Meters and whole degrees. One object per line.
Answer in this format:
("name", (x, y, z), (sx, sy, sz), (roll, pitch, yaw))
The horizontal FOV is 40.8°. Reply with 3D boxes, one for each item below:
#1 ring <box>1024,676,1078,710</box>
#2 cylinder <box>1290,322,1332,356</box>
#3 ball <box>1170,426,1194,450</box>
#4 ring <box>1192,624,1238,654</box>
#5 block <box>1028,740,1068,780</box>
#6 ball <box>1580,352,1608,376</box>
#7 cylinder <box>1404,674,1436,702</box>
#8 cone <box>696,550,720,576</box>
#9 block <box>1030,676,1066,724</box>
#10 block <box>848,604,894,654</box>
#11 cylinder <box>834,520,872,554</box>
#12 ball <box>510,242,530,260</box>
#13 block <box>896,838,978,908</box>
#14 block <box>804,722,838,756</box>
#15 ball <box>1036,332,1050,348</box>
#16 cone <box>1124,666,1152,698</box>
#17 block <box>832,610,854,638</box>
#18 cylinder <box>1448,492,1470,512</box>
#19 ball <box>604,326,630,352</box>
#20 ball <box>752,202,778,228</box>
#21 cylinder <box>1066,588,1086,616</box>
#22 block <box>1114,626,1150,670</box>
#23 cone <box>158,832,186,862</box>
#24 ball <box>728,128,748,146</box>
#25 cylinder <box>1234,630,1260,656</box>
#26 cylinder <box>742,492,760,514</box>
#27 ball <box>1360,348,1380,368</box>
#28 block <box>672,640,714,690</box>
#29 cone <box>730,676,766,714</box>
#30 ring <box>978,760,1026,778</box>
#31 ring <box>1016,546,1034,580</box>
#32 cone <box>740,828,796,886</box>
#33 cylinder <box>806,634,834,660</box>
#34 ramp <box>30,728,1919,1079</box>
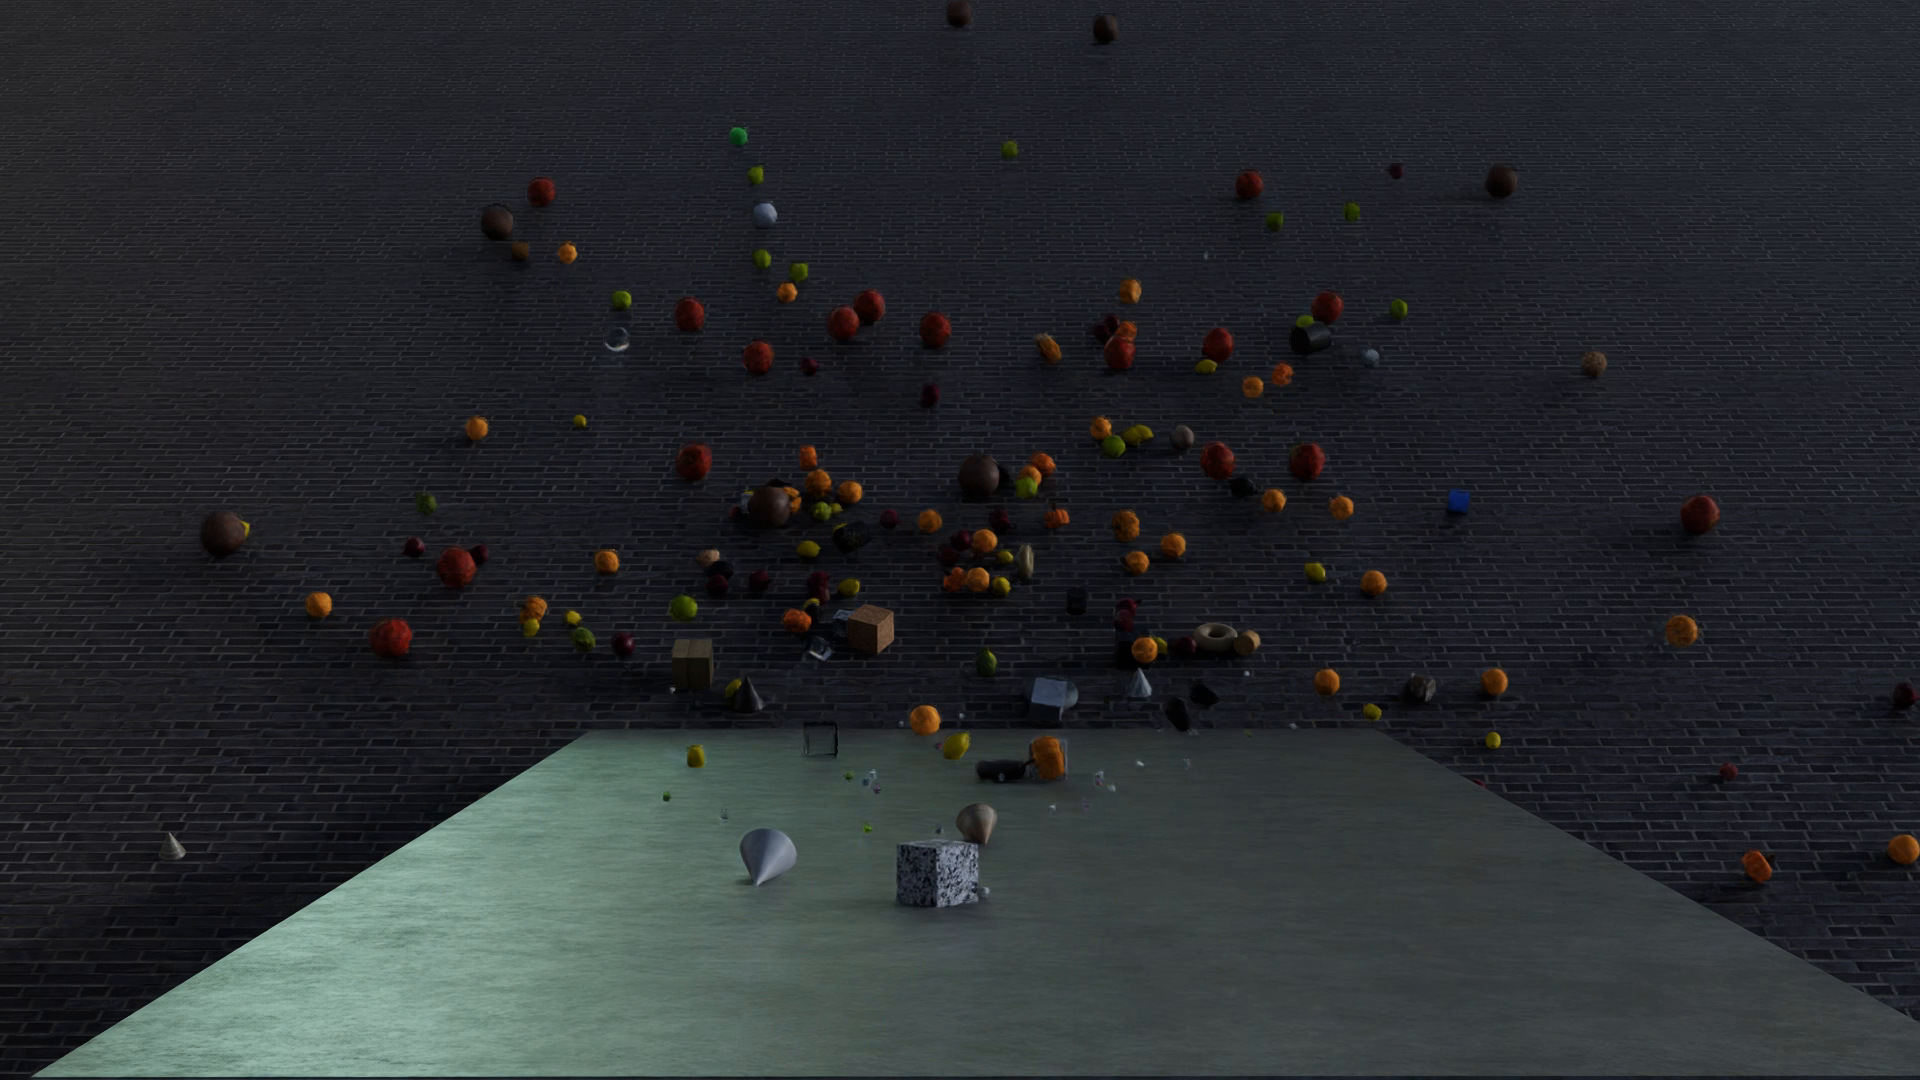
("ring", (0.242, 0.411, 6.877), (0.149, 0.050, 0.149), (-1, 27, 1))
("cylinder", (1.214, -0.697, 8.935), (0.099, 0.099, 0.099), (-18, 33, -31))
("ball", (0.710, -0.325, 8.248), (0.081, 0.081, 0.081), (0, 28, 0))
("ring", (0.706, 0.271, 7.150), (0.130, 0.043, 0.130), (0, 26, 0))
("block", (0.186, 0.462, 5.427), (0.077, 0.077, 0.077), (0, 1, 6))
("ball", (2.151, -0.598, 8.761), (0.087, 0.087, 0.087), (0, 28, 0))
("cylinder", (1.227, 0.394, 6.895), (0.062, 0.062, 0.062), (17, 32, 29))
("cone", (-0.725, 0.078, 7.528), (0.074, 0.074, 0.074), (-11, 56, -19))
("block", (0.231, 0.420, 6.766), (0.080, 0.080, 0.080), (10, 54, 8))
("block", (-0.246, 0.246, 7.145), (0.092, 0.092, 0.092), (14, 31, 24))
("cylinder", (-0.319, -0.010, 7.648), (0.078, 0.078, 0.078), (24, 36, 38))
("ball", (-1.653, -1.086, 9.709), (0.071, 0.071, 0.071), (0, 28, 0))
("block", (-0.033, 0.482, 3.744), (0.083, 0.083, 0.083), (-1, 1, -45))
("block", (-0.320, 0.457, 5.935), (0.072, 0.072, 0.072), (0, 1, -10))
("ball", (0.287, -0.696, 8.986), (0.051, 0.051, 0.051), (0, 28, 0))
("cone", (0.480, 0.371, 6.926), (0.075, 0.075, 0.075), (0, 28, 0))
("block", (-0.321, 0.233, 7.211), (0.054, 0.054, 0.054), (9, 29, 16))
("cylinder", (1.519, -0.115, 7.868), (0.060, 0.060, 0.060), (6, 28, 12))
("ball", (-1.186, -0.693, 8.943), (0.088, 0.088, 0.088), (0, 28, 0))
("ball", (-0.758, -1.259, 10.012), (0.096, 0.096, 0.096), (0, 28, 0))
("cylinder", (0.330, 0.174, 7.320), (0.057, 0.057, 0.057), (0, 28, 0))
("block", (0.471, 0.294, 7.059), (0.086, 0.086, 0.086), (-1, 28, -2))
("cone", (-1.910, 0.732, 6.248), (0.065, 0.065, 0.065), (0, 28, 0))
("ball", (-0.934, -1.696, 10.865), (0.078, 0.078, 0.078), (0, 28, 0))
("cylinder", (0.789, 0.282, 7.100), (0.058, 0.058, 0.058), (11, 15, 20))
("cylinder", (-0.635, -0.112, 7.821), (0.054, 0.054, 0.054), (0, 10, 0))
("ball", (1.401, -0.624, 8.834), (0.065, 0.065, 0.065), (0, 28, 0))
("block", (-0.720, 0.335, 6.968), (0.099, 0.099, 0.099), (0, 28, 0))
("cone", (-0.565, 0.397, 6.856), (0.093, 0.093, 0.093), (0, 28, 0))
("ring", (0.087, 0.483, 5.449), (0.104, 0.035, 0.104), (1, -1, 0))
("ring", (0.190, 0.066, 7.473), (0.035, 0.105, 0.105), (15, 30, 8))
("cone", (-0.302, 0.501, 3.938), (0.089, 0.089, 0.089), (4, 28, 7))
("cylinder", (-0.381, 0.291, 6.980), (0.054, 0.054, 0.054), (27, 37, 24))
("ramp", (0.062, 0.562, 4.600), (2.000, 0.100, 4.000), (0, 1, 0))
